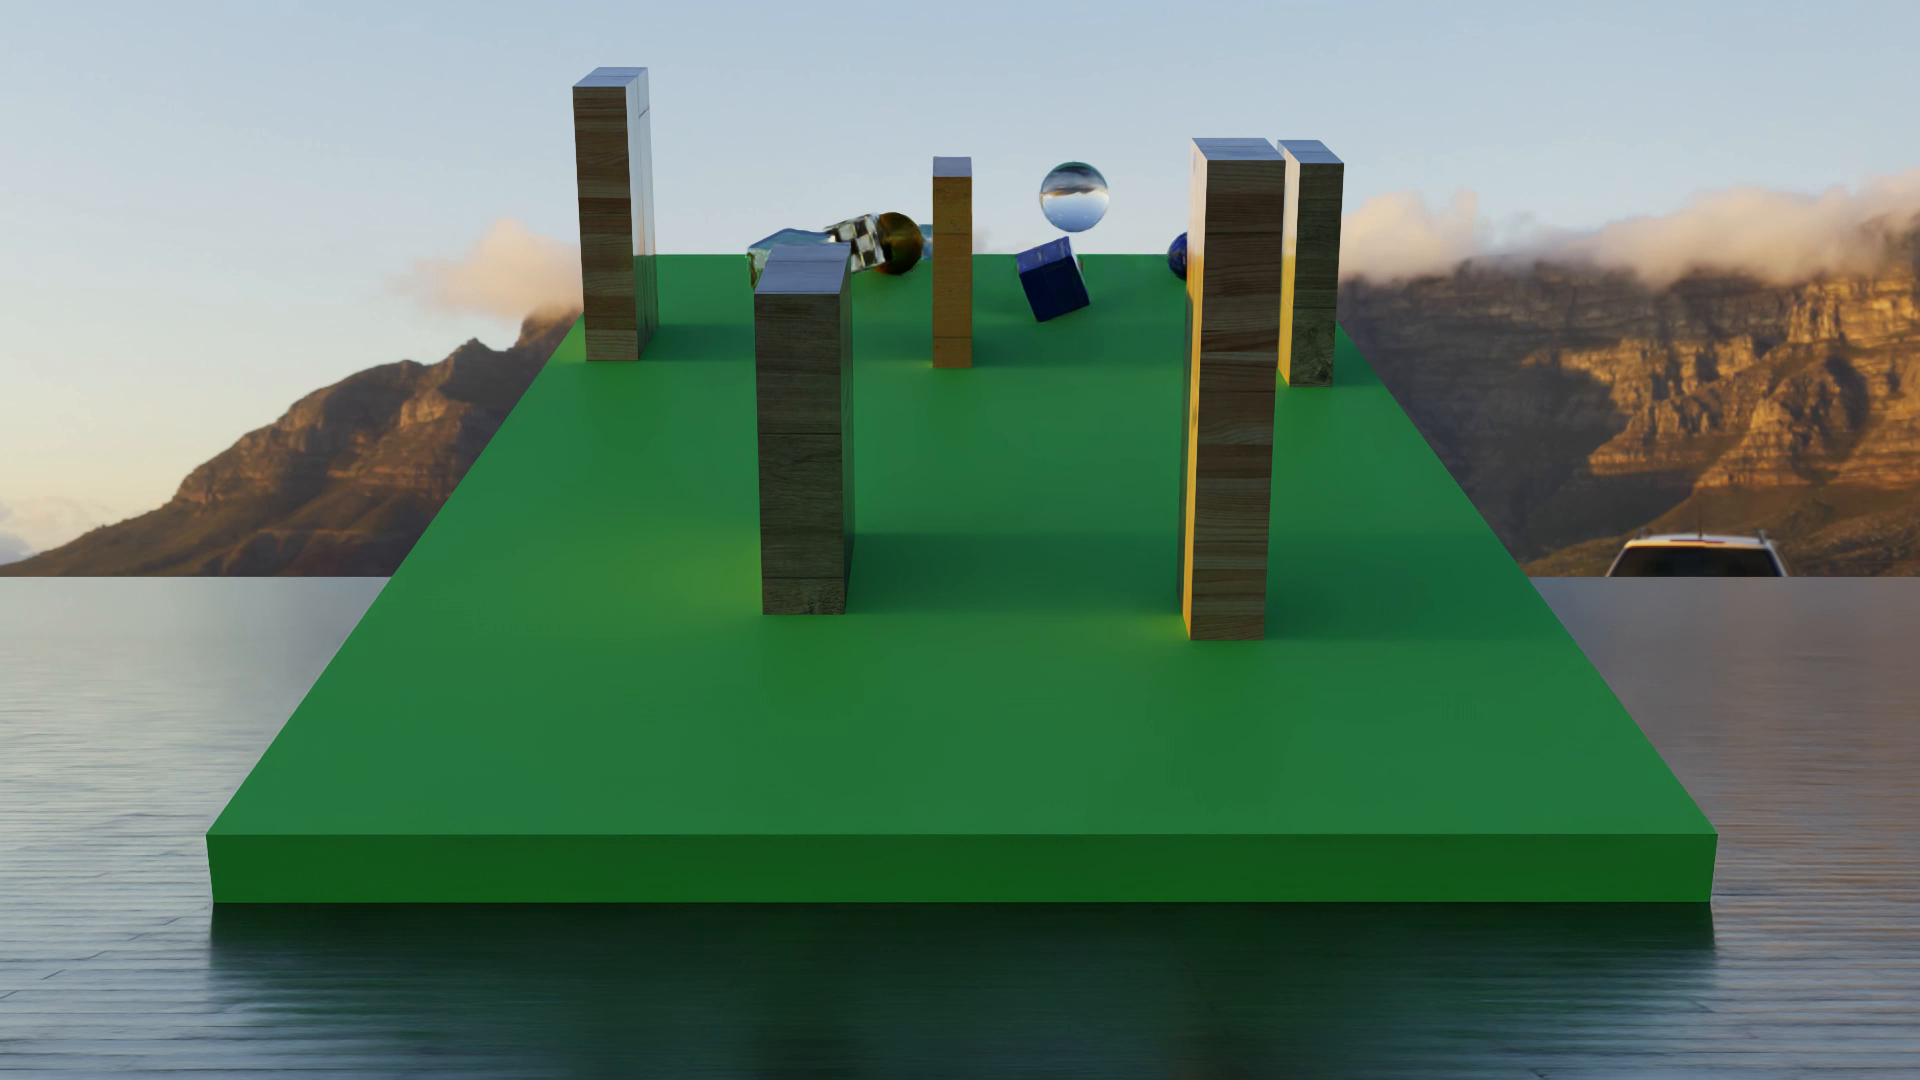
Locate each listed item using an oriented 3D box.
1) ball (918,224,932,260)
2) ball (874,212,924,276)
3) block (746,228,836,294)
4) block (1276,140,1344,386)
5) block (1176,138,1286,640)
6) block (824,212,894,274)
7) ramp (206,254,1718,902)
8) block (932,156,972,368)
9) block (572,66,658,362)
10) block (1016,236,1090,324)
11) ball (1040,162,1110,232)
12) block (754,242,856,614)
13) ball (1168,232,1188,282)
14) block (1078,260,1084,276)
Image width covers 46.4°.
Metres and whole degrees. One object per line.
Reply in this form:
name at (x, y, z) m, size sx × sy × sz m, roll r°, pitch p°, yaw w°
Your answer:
ball at (-0.099, -0.886, 6.659) m, size 0.109 × 0.109 × 0.109 m, roll 0°, pitch -1°, yaw 0°
ball at (-0.196, -0.852, 6.443) m, size 0.180 × 0.180 × 0.180 m, roll 0°, pitch -1°, yaw 0°
block at (-0.445, -0.726, 6.039) m, size 0.169 × 0.169 × 0.169 m, roll 12°, pitch 30°, yaw 33°
block at (0.819, -0.663, 5.328) m, size 0.101 × 0.521 × 0.370 m, roll 0°, pitch 18°, yaw 0°
block at (0.435, -0.245, 3.642) m, size 0.120 × 0.780 × 0.240 m, roll 0°, pitch 18°, yaw 0°
block at (-0.285, -0.829, 6.291) m, size 0.142 × 0.142 × 0.142 m, roll -15°, pitch 6°, yaw 10°
ramp at (-0.004, -0.189, 4.878) m, size 2.000 × 0.100 × 4.000 m, roll 0°, pitch 18°, yaw 0°
block at (-0.019, -0.684, 5.483) m, size 0.094 × 0.461 × 0.313 m, roll 0°, pitch 18°, yaw 0°
block at (-0.849, -0.814, 5.556) m, size 0.125 × 0.662 × 0.407 m, roll 0°, pitch 18°, yaw 0°
block at (0.243, -0.683, 5.875) m, size 0.147 × 0.147 × 0.147 m, roll -19°, pitch 27°, yaw 8°
ball at (0.331, -0.994, 6.487) m, size 0.204 × 0.204 × 0.204 m, roll 0°, pitch -1°, yaw 0°
block at (-0.263, -0.204, 3.886) m, size 0.137 × 0.547 × 0.440 m, roll 0°, pitch 18°, yaw 0°
ball at (0.661, -0.804, 6.355) m, size 0.146 × 0.146 × 0.146 m, roll 0°, pitch -1°, yaw 0°
block at (0.264, -0.700, 6.097) m, size 0.109 × 0.109 × 0.109 m, roll 8°, pitch 20°, yaw 23°
